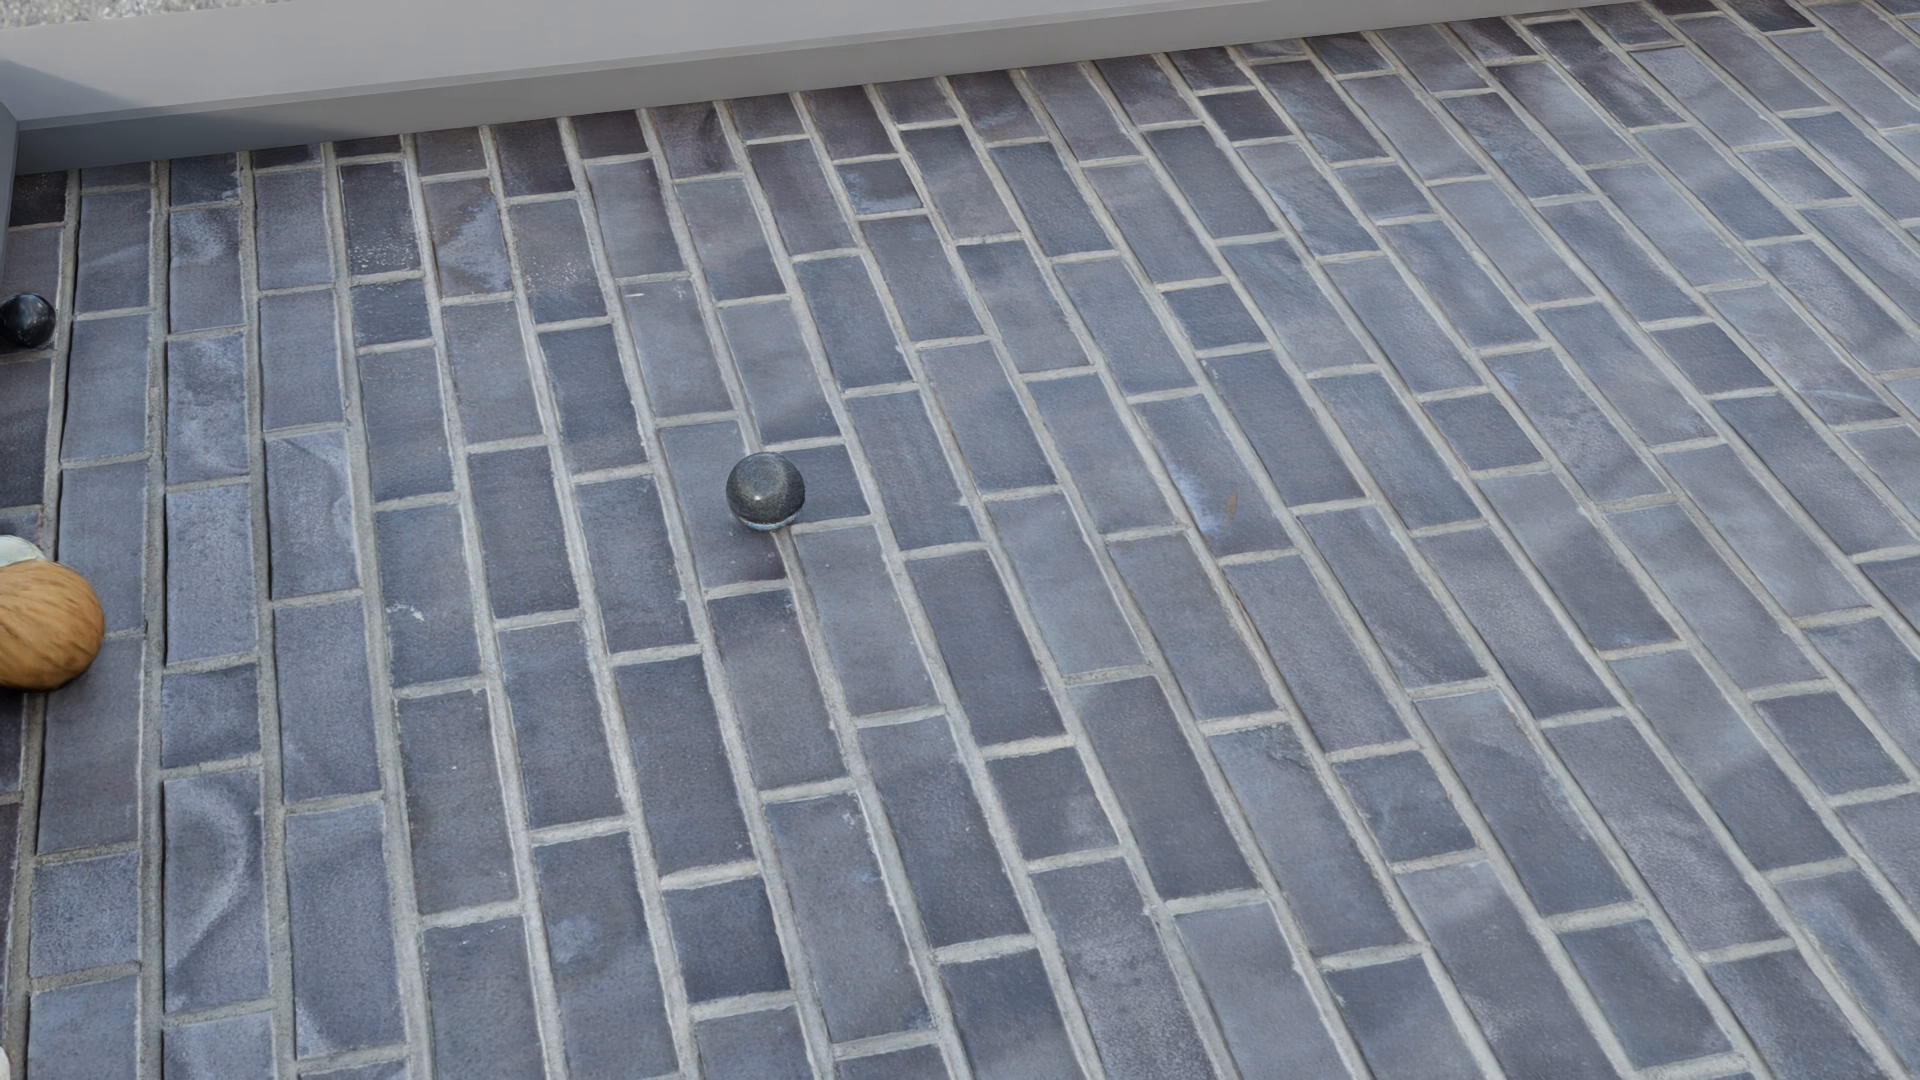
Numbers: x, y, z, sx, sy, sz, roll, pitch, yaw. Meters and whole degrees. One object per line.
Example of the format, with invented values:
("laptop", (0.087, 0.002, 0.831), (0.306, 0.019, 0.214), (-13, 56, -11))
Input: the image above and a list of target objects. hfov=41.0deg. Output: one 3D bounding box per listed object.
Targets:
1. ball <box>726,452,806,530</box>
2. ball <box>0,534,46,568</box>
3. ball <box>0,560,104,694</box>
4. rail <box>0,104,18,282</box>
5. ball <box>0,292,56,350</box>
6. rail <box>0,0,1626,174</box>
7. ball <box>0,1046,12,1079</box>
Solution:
("ball", (-0.128, -0.032, 1.687), (0.052, 0.052, 0.052), (0, 36, 0))
("ball", (-0.598, 0.025, 1.605), (0.056, 0.056, 0.056), (0, 36, 0))
("ball", (-0.558, 0.052, 1.546), (0.080, 0.080, 0.080), (0, 36, 0))
("rail", (-0.605, 0.061, 1.493), (0.045, 0.126, 1.456), (-8, 36, -11))
("ball", (-0.682, -0.160, 1.875), (0.041, 0.041, 0.041), (0, 36, 0))
("rail", (0.460, -0.515, 2.296), (2.589, 0.126, 0.045), (-8, 36, -11))
("ball", (-0.498, 0.267, 1.269), (0.054, 0.054, 0.054), (0, 36, 0))
